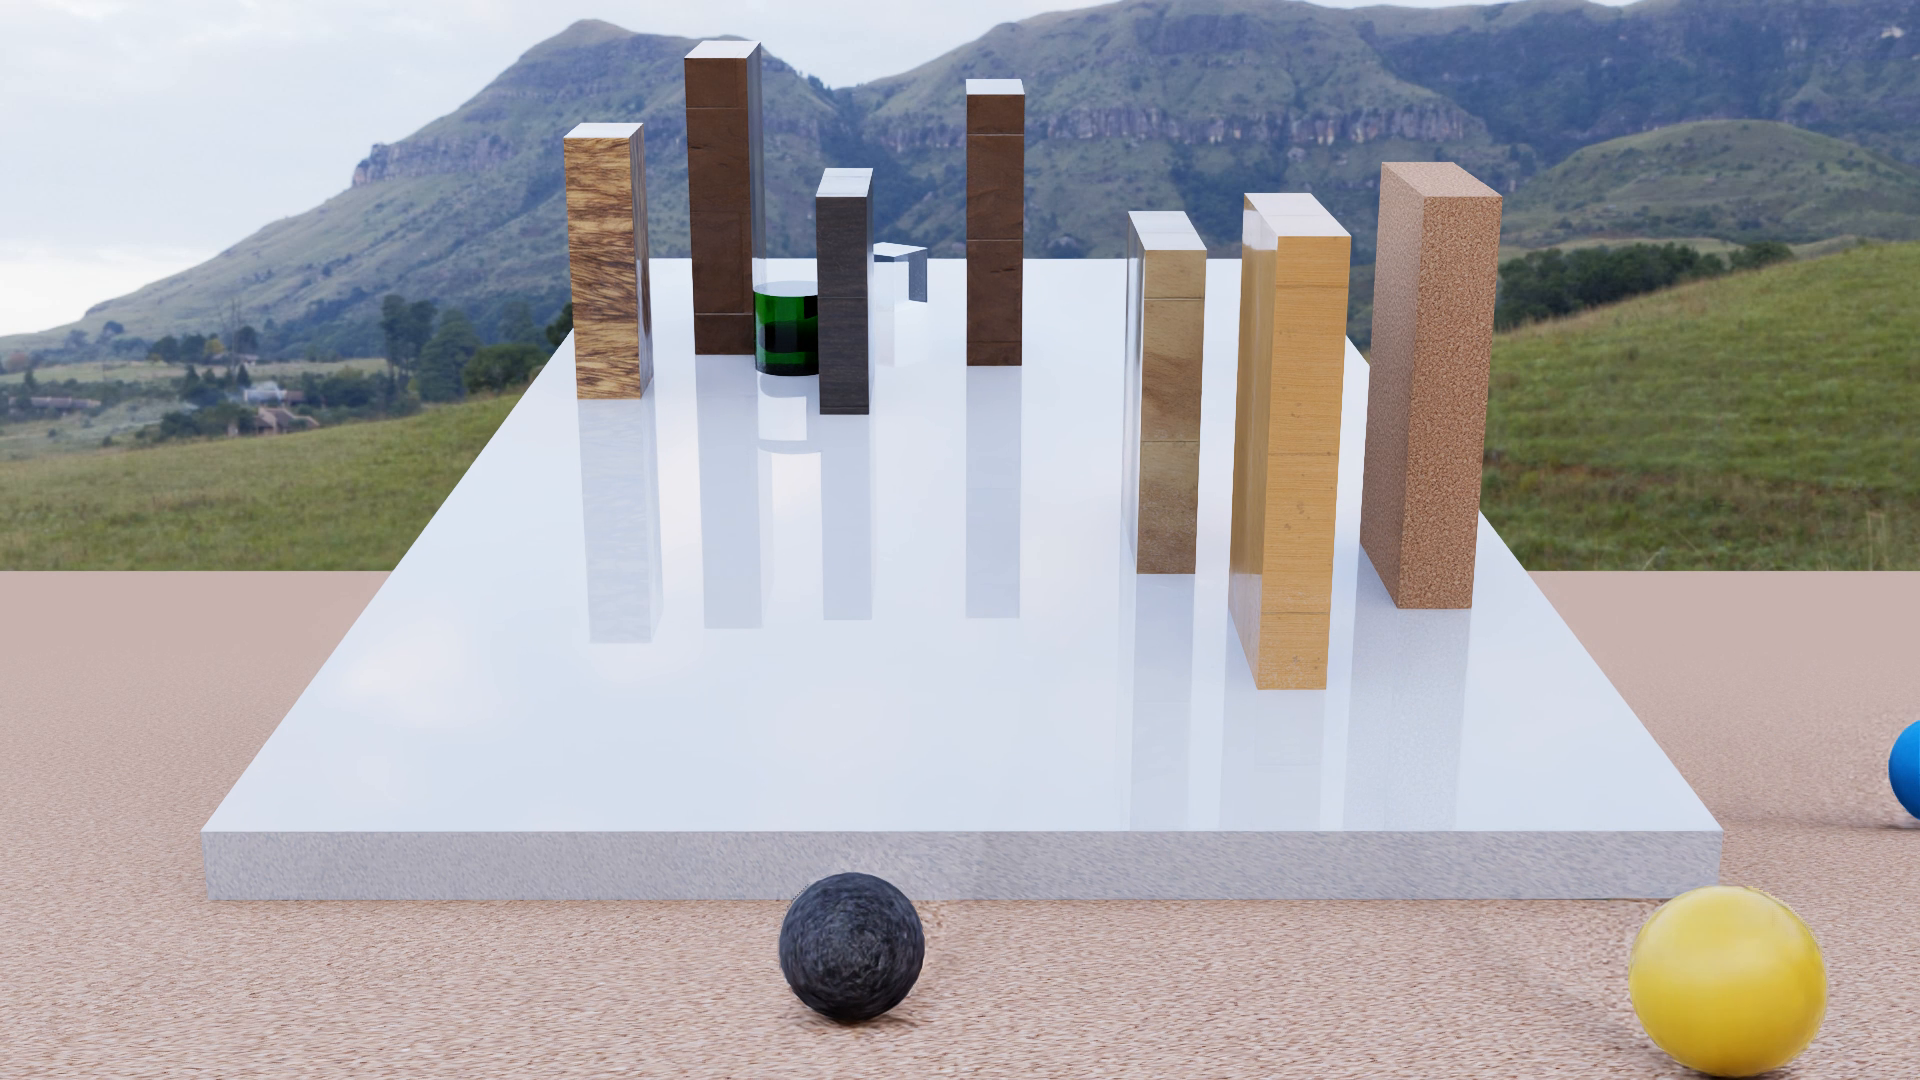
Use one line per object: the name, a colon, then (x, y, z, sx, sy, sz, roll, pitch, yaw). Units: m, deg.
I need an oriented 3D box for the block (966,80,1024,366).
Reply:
block: (0.083, -0.781, 5.475, 0.135, 0.651, 0.315, 0, 18, 0)

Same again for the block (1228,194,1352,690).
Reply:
block: (0.506, -0.162, 3.488, 0.105, 0.697, 0.385, 0, 18, 0)

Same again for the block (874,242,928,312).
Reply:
block: (-0.195, -0.716, 6.085, 0.152, 0.152, 0.152, 12, 21, 33)

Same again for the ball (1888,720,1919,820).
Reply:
ball: (1.664, 0.388, 3.751, 0.197, 0.197, 0.197, 0, -1, 0)

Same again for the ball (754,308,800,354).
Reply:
ball: (-0.451, -0.517, 5.532, 0.113, 0.113, 0.113, 0, -1, 0)

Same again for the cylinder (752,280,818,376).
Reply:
cylinder: (-0.399, -0.511, 5.382, 0.193, 0.193, 0.193, 0, 18, 0)

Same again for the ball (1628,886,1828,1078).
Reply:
ball: (0.667, 0.384, 1.946, 0.164, 0.164, 0.164, 0, -1, 0)

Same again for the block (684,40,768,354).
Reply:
block: (-0.582, -0.867, 5.624, 0.148, 0.722, 0.423, 0, 18, 0)

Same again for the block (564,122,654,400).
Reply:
block: (-0.803, -0.642, 5.134, 0.145, 0.595, 0.247, 0, 18, 0)

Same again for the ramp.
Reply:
ramp: (-0.003, -0.185, 4.853, 2.000, 0.100, 4.000, 0, 18, 0)

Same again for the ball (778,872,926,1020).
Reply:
ball: (-0.106, 0.397, 2.186, 0.143, 0.143, 0.143, 0, -1, 0)

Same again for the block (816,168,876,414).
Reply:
block: (-0.258, -0.574, 5.100, 0.110, 0.487, 0.409, 0, 18, 0)

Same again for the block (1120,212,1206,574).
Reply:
block: (0.362, -0.273, 4.029, 0.103, 0.575, 0.386, 0, 18, 0)

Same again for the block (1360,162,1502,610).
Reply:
block: (0.798, -0.272, 3.831, 0.124, 0.695, 0.372, 0, 18, 0)
